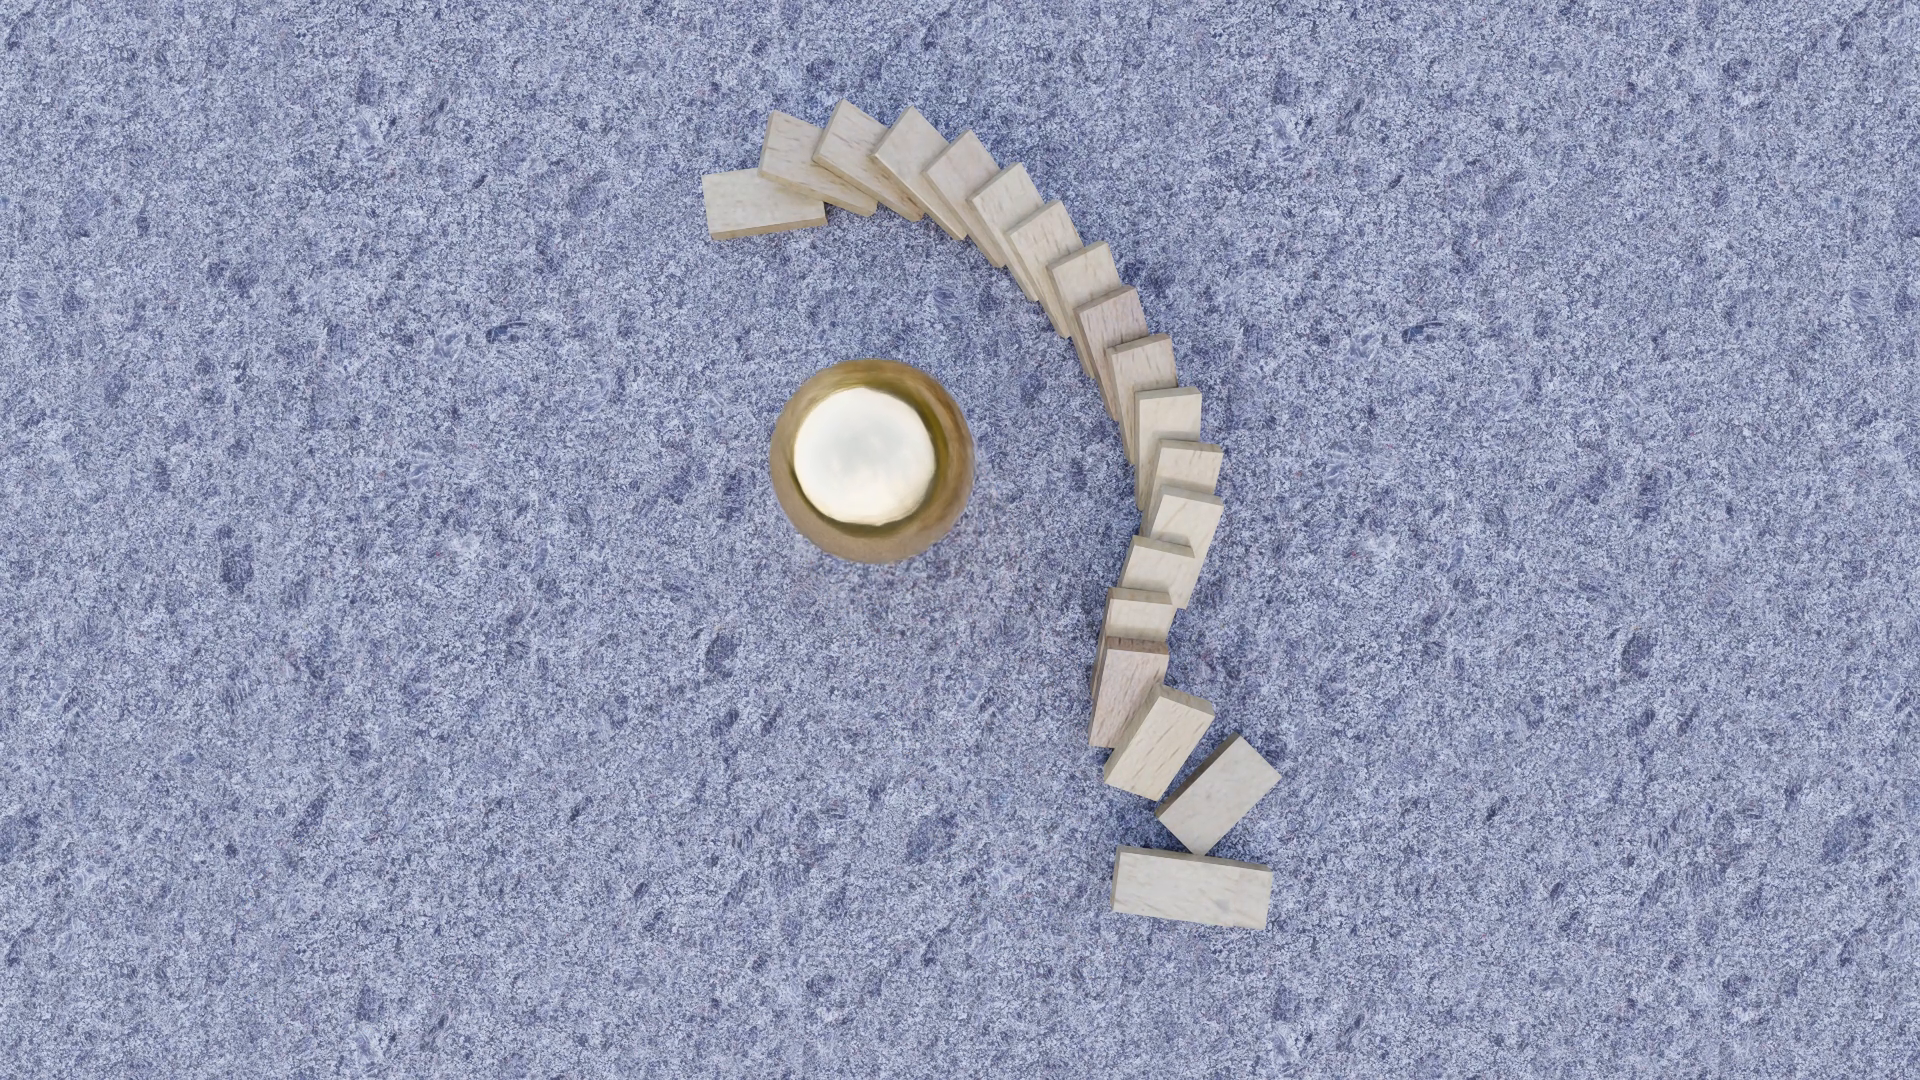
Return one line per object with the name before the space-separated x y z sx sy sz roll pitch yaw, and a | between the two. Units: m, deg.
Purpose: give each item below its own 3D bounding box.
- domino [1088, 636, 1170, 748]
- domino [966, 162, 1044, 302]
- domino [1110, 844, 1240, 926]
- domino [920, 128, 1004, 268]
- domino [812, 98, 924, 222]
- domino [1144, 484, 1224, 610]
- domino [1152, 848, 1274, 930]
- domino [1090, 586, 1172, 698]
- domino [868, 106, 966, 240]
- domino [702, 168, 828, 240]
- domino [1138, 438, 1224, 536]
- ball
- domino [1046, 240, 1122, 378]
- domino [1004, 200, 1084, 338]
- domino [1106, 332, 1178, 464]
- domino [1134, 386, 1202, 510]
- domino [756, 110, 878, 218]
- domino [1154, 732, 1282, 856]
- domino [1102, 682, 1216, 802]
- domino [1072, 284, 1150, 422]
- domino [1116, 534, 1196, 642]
domino | 0.070 0.065 0.384 0.025 0.009 0.050 6 118 0
domino | 0.027 -0.129 0.384 0.025 0.010 0.050 -38 117 0
domino | 0.090 0.145 0.386 0.050 0.010 0.025 7 90 0
domino | 0.009 -0.142 0.384 0.025 0.010 0.050 -44 118 0
domino | -0.034 -0.158 0.384 0.050 0.009 0.025 24 90 -28
domino | 0.089 0.003 0.384 0.025 0.009 0.050 11 118 -3
domino | 0.107 0.150 0.395 0.050 0.009 0.025 8 90 0
domino | 0.071 0.045 0.384 0.025 0.009 0.050 6 118 0
domino | -0.011 -0.153 0.384 0.050 0.010 0.025 37 90 -28
domino | -0.084 -0.146 0.395 0.050 0.010 0.025 -8 90 0
domino | 0.091 -0.016 0.384 0.025 0.009 0.050 5 118 -1
ball | -0.034 -0.030 0.360 0.080 0.080 0.080 0 90 0
domino | 0.057 -0.096 0.384 0.025 0.009 0.050 -26 117 0
domino | 0.042 -0.113 0.384 0.025 0.009 0.050 -35 118 0
domino | 0.078 -0.059 0.384 0.025 0.009 0.050 -16 118 0
domino | 0.087 -0.038 0.384 0.025 0.010 0.050 -6 119 0
domino | -0.057 -0.157 0.384 0.050 0.010 0.025 12 90 -27
domino | 0.111 0.110 0.395 0.025 0.010 0.050 45 90 0
domino | 0.082 0.085 0.383 0.025 0.009 0.050 21 117 -7
domino | 0.068 -0.078 0.384 0.025 0.010 0.050 -24 117 0
domino | 0.078 0.024 0.384 0.025 0.010 0.050 12 118 0
